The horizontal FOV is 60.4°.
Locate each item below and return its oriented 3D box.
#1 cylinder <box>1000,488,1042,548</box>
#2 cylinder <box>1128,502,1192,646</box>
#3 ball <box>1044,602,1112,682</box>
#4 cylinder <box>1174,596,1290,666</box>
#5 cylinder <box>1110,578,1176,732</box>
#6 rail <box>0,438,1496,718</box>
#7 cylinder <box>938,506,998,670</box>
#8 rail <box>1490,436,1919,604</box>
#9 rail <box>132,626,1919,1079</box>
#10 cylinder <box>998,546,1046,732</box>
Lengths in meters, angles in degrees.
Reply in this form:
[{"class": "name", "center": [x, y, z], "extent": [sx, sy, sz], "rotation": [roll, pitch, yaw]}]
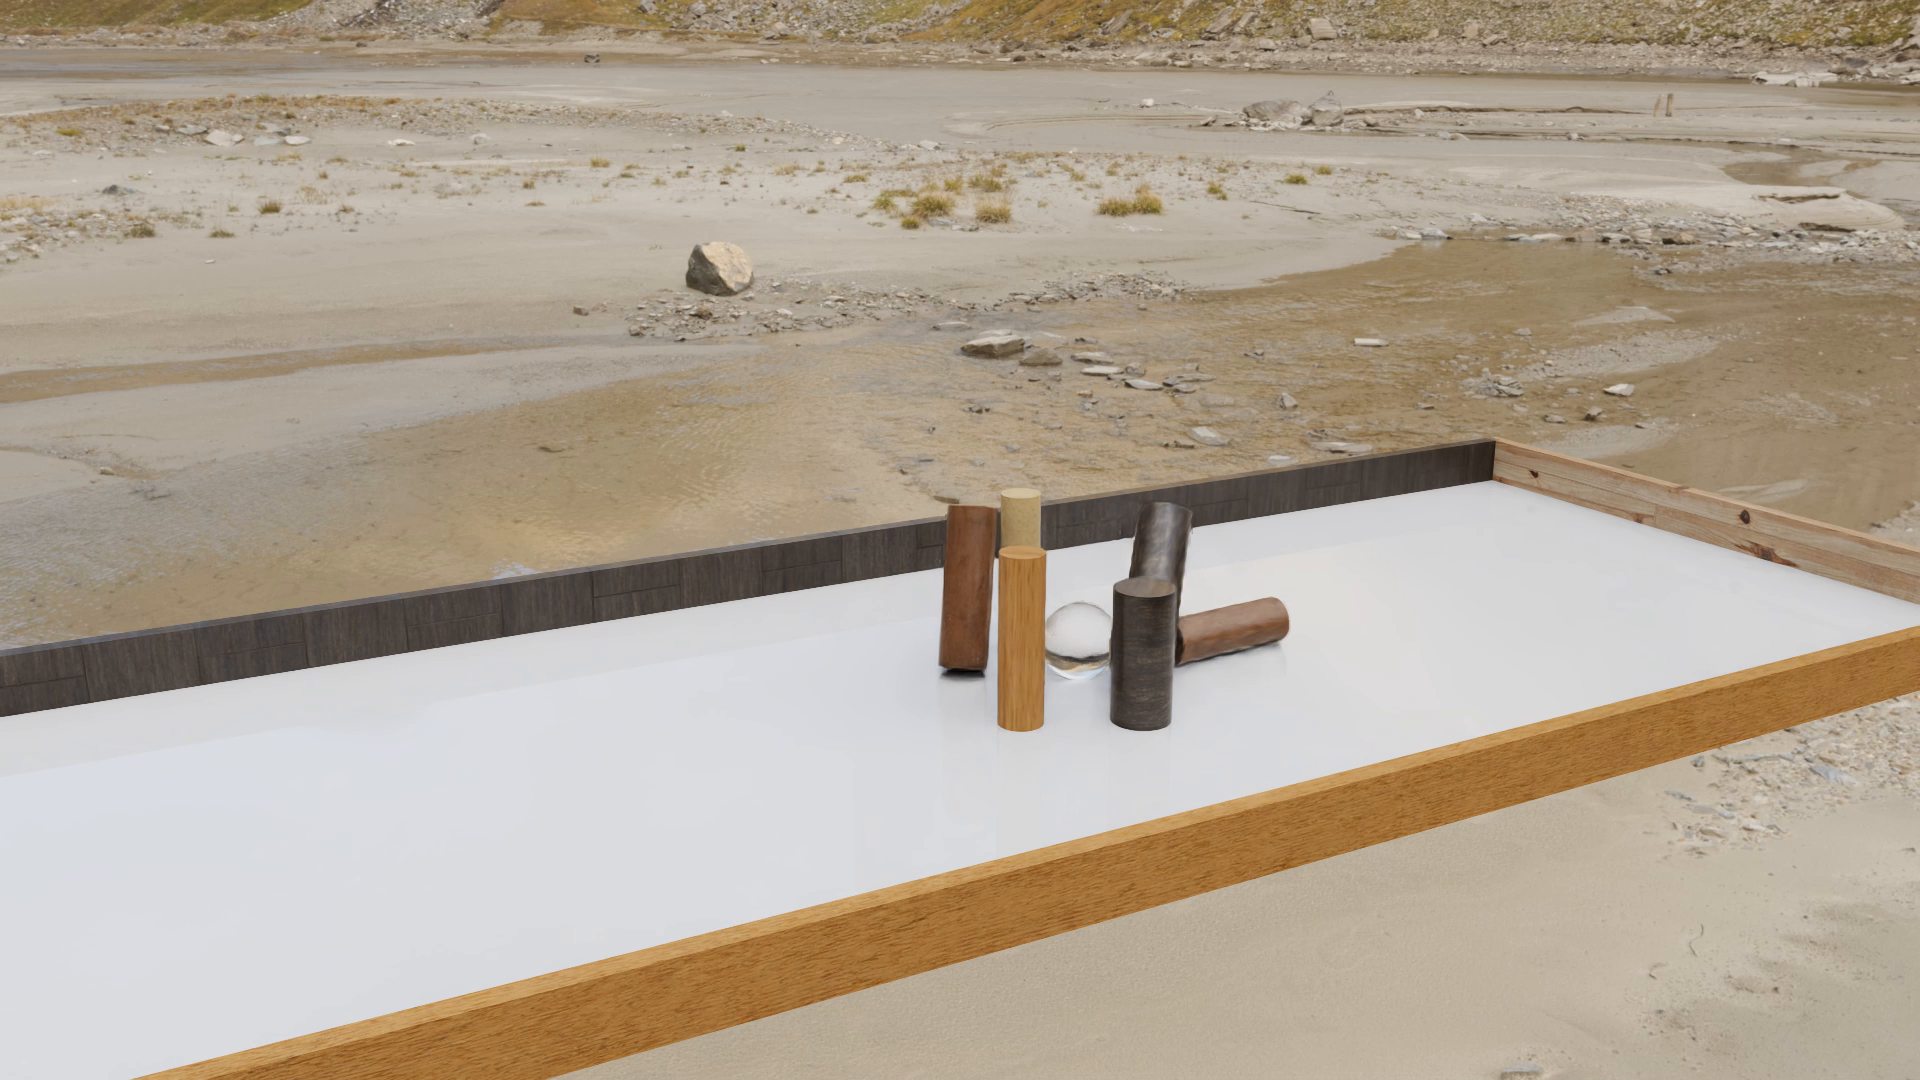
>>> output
[{"class": "cylinder", "center": [0.158, 0.083, 4.321], "extent": [0.105, 0.424, 0.105], "rotation": [0, 16, 0]}, {"class": "cylinder", "center": [0.495, 0.123, 4.189], "extent": [0.138, 0.418, 0.138], "rotation": [9, -17, 3]}, {"class": "ball", "center": [0.301, 0.255, 4.131], "extent": [0.197, 0.197, 0.197], "rotation": [0, 16, 0]}, {"class": "cylinder", "center": [0.691, 0.237, 4.332], "extent": [0.352, 0.120, 0.120], "rotation": [-10, 19, -29]}, {"class": "cylinder", "center": [0.428, 0.267, 3.864], "extent": [0.147, 0.328, 0.147], "rotation": [0, 16, 0]}, {"class": "rail", "center": [-3.305, 0.497, 3.399], "extent": [12.000, 0.150, 0.050], "rotation": [-9, 18, -27]}, {"class": "cylinder", "center": [0.020, 0.120, 4.188], "extent": [0.127, 0.408, 0.127], "rotation": [4, -2, 0]}, {"class": "rail", "center": [2.466, -0.048, 5.253], "extent": [0.050, 0.150, 2.100], "rotation": [-9, 18, -27]}, {"class": "rail", "center": [-2.336, 1.006, 1.665], "extent": [12.000, 0.150, 0.050], "rotation": [-9, 18, -27]}, {"class": "cylinder", "center": [0.143, 0.229, 3.830], "extent": [0.110, 0.420, 0.110], "rotation": [0, 16, 0]}]
